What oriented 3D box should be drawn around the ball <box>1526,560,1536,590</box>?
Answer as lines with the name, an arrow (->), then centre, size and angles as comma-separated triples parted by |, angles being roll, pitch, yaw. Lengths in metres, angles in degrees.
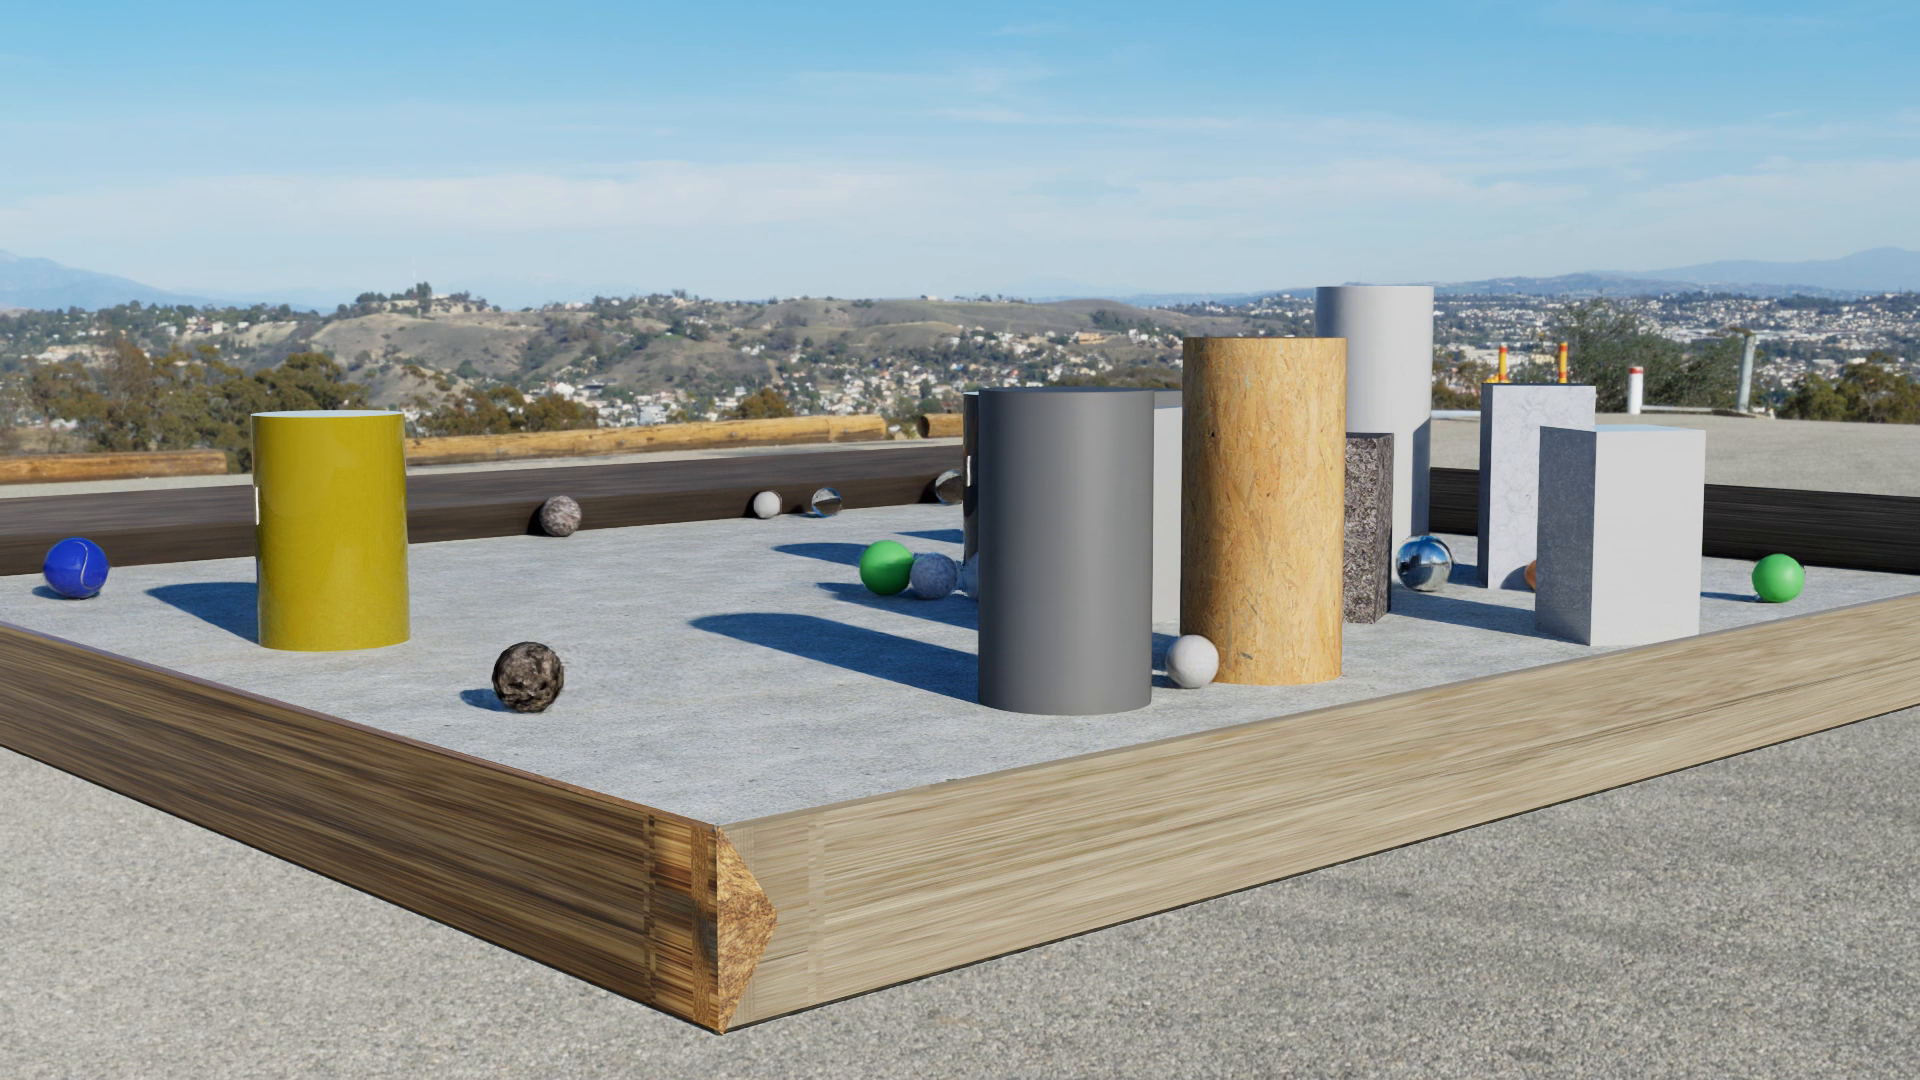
ball -> 0.926, 0.055, 3.486 | 0.056, 0.056, 0.056 | 0, 6, 0

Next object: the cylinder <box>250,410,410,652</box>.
cylinder -> -0.848, -0.017, 2.967 | 0.199, 0.307, 0.199 | 0, 6, 0

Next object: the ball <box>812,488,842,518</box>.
ball -> -0.288, -0.080, 4.743 | 0.065, 0.065, 0.065 | 0, 6, 0

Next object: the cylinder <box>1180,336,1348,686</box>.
cylinder -> 0.371, -0.042, 2.700 | 0.199, 0.412, 0.199 | 0, 6, 0

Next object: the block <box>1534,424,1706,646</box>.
block -> 0.900, -0.010, 3.009 | 0.159, 0.286, 0.159 | -1, 6, -12

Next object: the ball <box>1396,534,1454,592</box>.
ball -> 0.738, 0.037, 3.498 | 0.090, 0.090, 0.090 | 0, 6, 0

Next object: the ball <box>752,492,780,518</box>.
ball -> -0.415, -0.075, 4.721 | 0.060, 0.060, 0.060 | 0, 6, 0

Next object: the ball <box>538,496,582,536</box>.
ball -> -0.790, -0.047, 4.347 | 0.083, 0.083, 0.083 | 0, 6, 0

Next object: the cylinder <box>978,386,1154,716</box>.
cylinder -> 0.120, 0.006, 2.507 | 0.199, 0.356, 0.199 | 0, 6, 0

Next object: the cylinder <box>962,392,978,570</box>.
cylinder -> 0.104, -0.082, 3.571 | 0.199, 0.312, 0.199 | 0, 6, 0

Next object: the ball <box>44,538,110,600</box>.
ball -> -1.369, 0.044, 3.407 | 0.095, 0.095, 0.095 | 0, 6, 0

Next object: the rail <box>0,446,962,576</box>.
rail -> -0.910, -0.069, 4.313 | 2.925, 0.129, 0.045 | -5, 8, -42

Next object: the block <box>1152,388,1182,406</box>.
block -> 0.325, -0.108, 3.844 | 0.159, 0.308, 0.159 | -4, 7, -33

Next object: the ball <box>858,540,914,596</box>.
ball -> -0.115, 0.043, 3.450 | 0.087, 0.087, 0.087 | 0, 6, 0

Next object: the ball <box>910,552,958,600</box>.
ball -> -0.040, 0.055, 3.406 | 0.074, 0.074, 0.074 | 0, 6, 0

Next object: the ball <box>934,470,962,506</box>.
ball -> -0.017, -0.120, 5.043 | 0.082, 0.082, 0.082 | 0, 6, 0

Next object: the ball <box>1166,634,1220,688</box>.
ball -> 0.275, 0.144, 2.601 | 0.064, 0.064, 0.064 | 0, 6, 0

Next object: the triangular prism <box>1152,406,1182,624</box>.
triangular prism -> 0.250, -0.042, 3.219 | 0.149, 0.306, 0.172 | 4, 7, 36

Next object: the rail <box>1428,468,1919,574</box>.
rail -> 1.057, -0.067, 4.302 | 0.045, 0.129, 2.732 | -5, 8, -42

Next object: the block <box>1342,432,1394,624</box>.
block -> 0.542, -0.022, 3.225 | 0.159, 0.265, 0.159 | 2, 6, 20

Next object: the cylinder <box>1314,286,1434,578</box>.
cylinder -> 0.699, -0.186, 3.738 | 0.199, 0.485, 0.199 | 0, 6, 0

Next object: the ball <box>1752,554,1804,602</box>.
ball -> 1.250, 0.059, 3.362 | 0.075, 0.075, 0.075 | 0, 6, 0

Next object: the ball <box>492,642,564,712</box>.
ball -> -0.480, 0.152, 2.447 | 0.079, 0.079, 0.079 | 0, 6, 0

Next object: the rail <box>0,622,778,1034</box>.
rail -> -1.057, 0.135, 2.361 | 0.045, 0.129, 2.732 | -5, 8, -42

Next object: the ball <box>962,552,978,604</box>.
ball -> 0.047, 0.057, 3.320 | 0.088, 0.088, 0.088 | 0, 6, 0

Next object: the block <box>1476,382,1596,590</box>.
block -> 0.937, -0.091, 3.587 | 0.159, 0.326, 0.159 | 1, 6, 7

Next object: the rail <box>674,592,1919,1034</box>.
rail -> 0.910, 0.136, 2.351 | 2.925, 0.129, 0.045 | -5, 8, -42
